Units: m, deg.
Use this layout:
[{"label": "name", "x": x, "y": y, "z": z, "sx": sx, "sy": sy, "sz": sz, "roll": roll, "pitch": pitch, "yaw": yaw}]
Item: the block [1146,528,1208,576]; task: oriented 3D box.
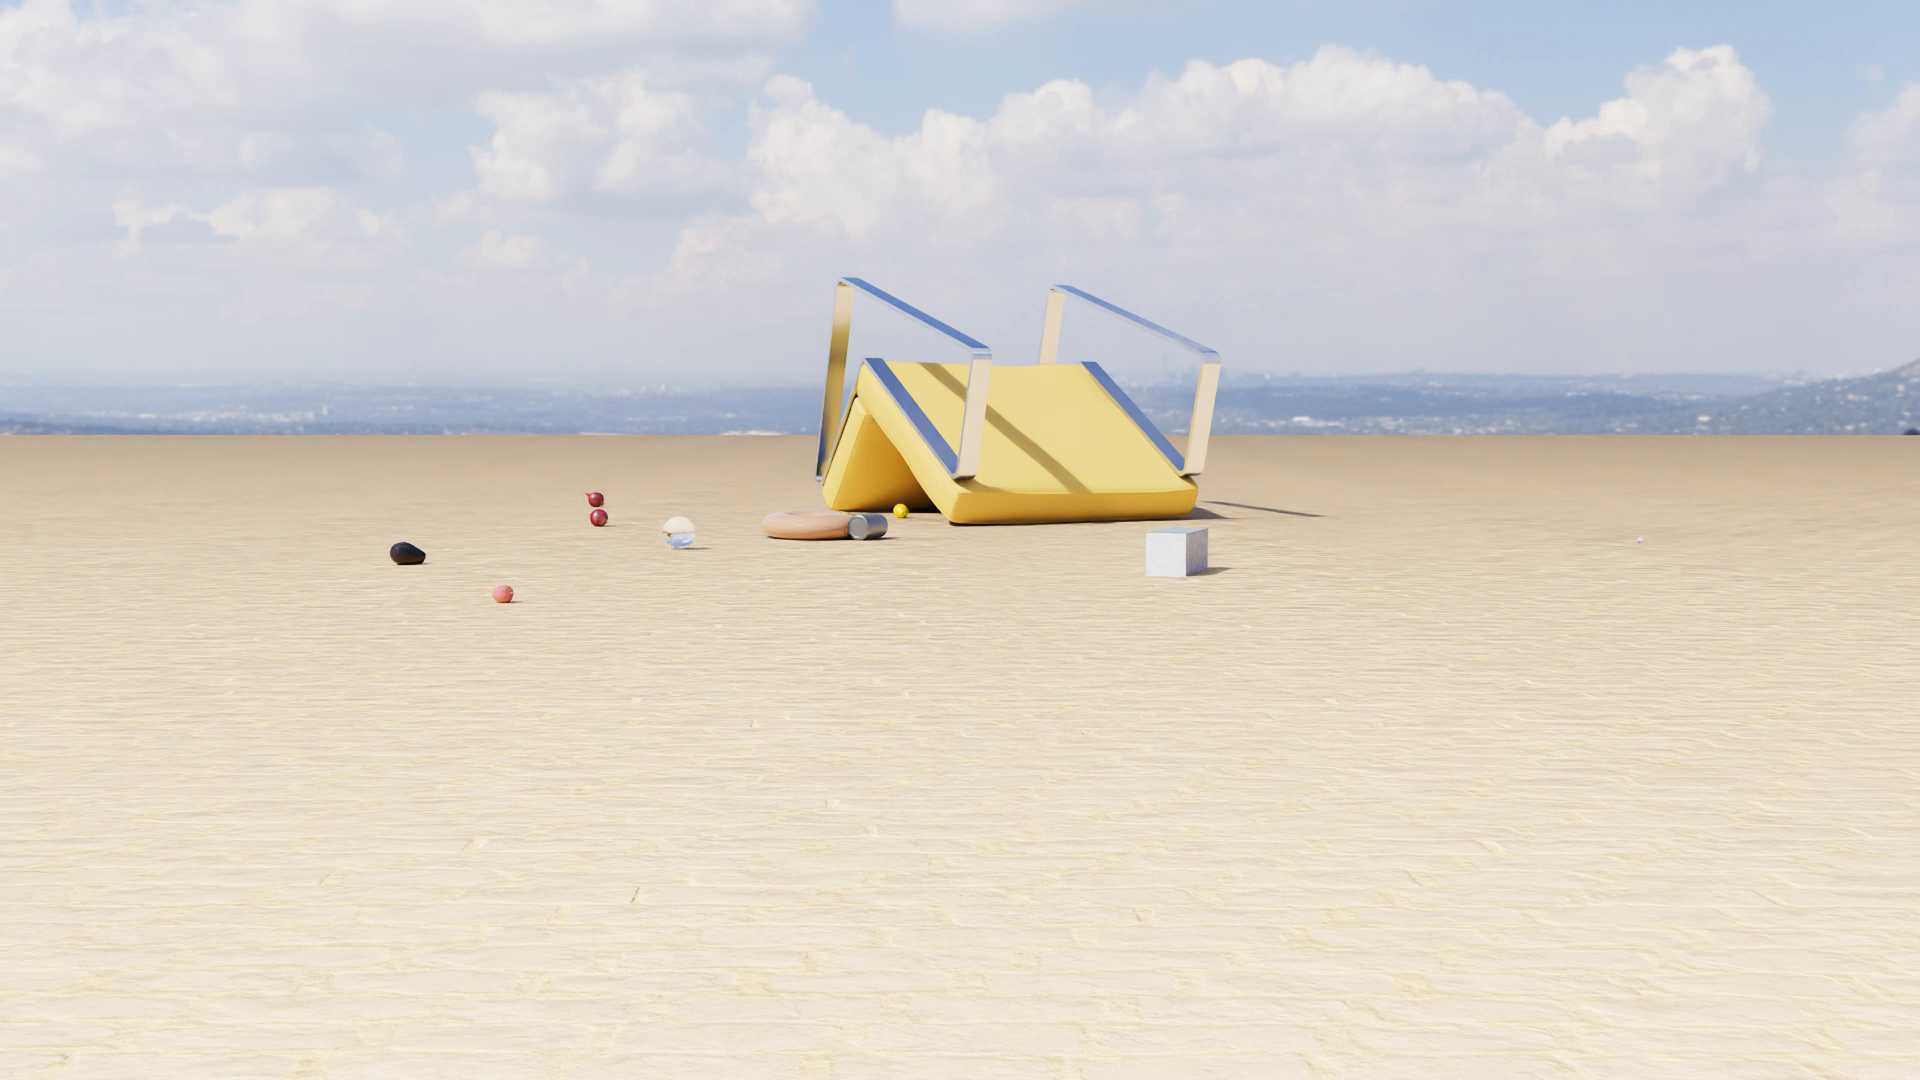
[{"label": "block", "x": 0.533, "y": 0.028, "z": 5.389, "sx": 0.098, "sy": 0.103, "sz": 0.238, "roll": 1, "pitch": 4, "yaw": 19}]

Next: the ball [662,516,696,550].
[{"label": "ball", "x": -0.789, "y": -0.022, "z": 6.169, "sx": 0.095, "sy": 0.095, "sz": 0.095, "roll": 0, "pitch": 4, "yaw": 0}]

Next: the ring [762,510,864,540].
[{"label": "ring", "x": -0.449, "y": -0.045, "z": 6.677, "sx": 0.305, "sy": 0.074, "sz": 0.386, "roll": -2, "pitch": 5, "yaw": -18}]
